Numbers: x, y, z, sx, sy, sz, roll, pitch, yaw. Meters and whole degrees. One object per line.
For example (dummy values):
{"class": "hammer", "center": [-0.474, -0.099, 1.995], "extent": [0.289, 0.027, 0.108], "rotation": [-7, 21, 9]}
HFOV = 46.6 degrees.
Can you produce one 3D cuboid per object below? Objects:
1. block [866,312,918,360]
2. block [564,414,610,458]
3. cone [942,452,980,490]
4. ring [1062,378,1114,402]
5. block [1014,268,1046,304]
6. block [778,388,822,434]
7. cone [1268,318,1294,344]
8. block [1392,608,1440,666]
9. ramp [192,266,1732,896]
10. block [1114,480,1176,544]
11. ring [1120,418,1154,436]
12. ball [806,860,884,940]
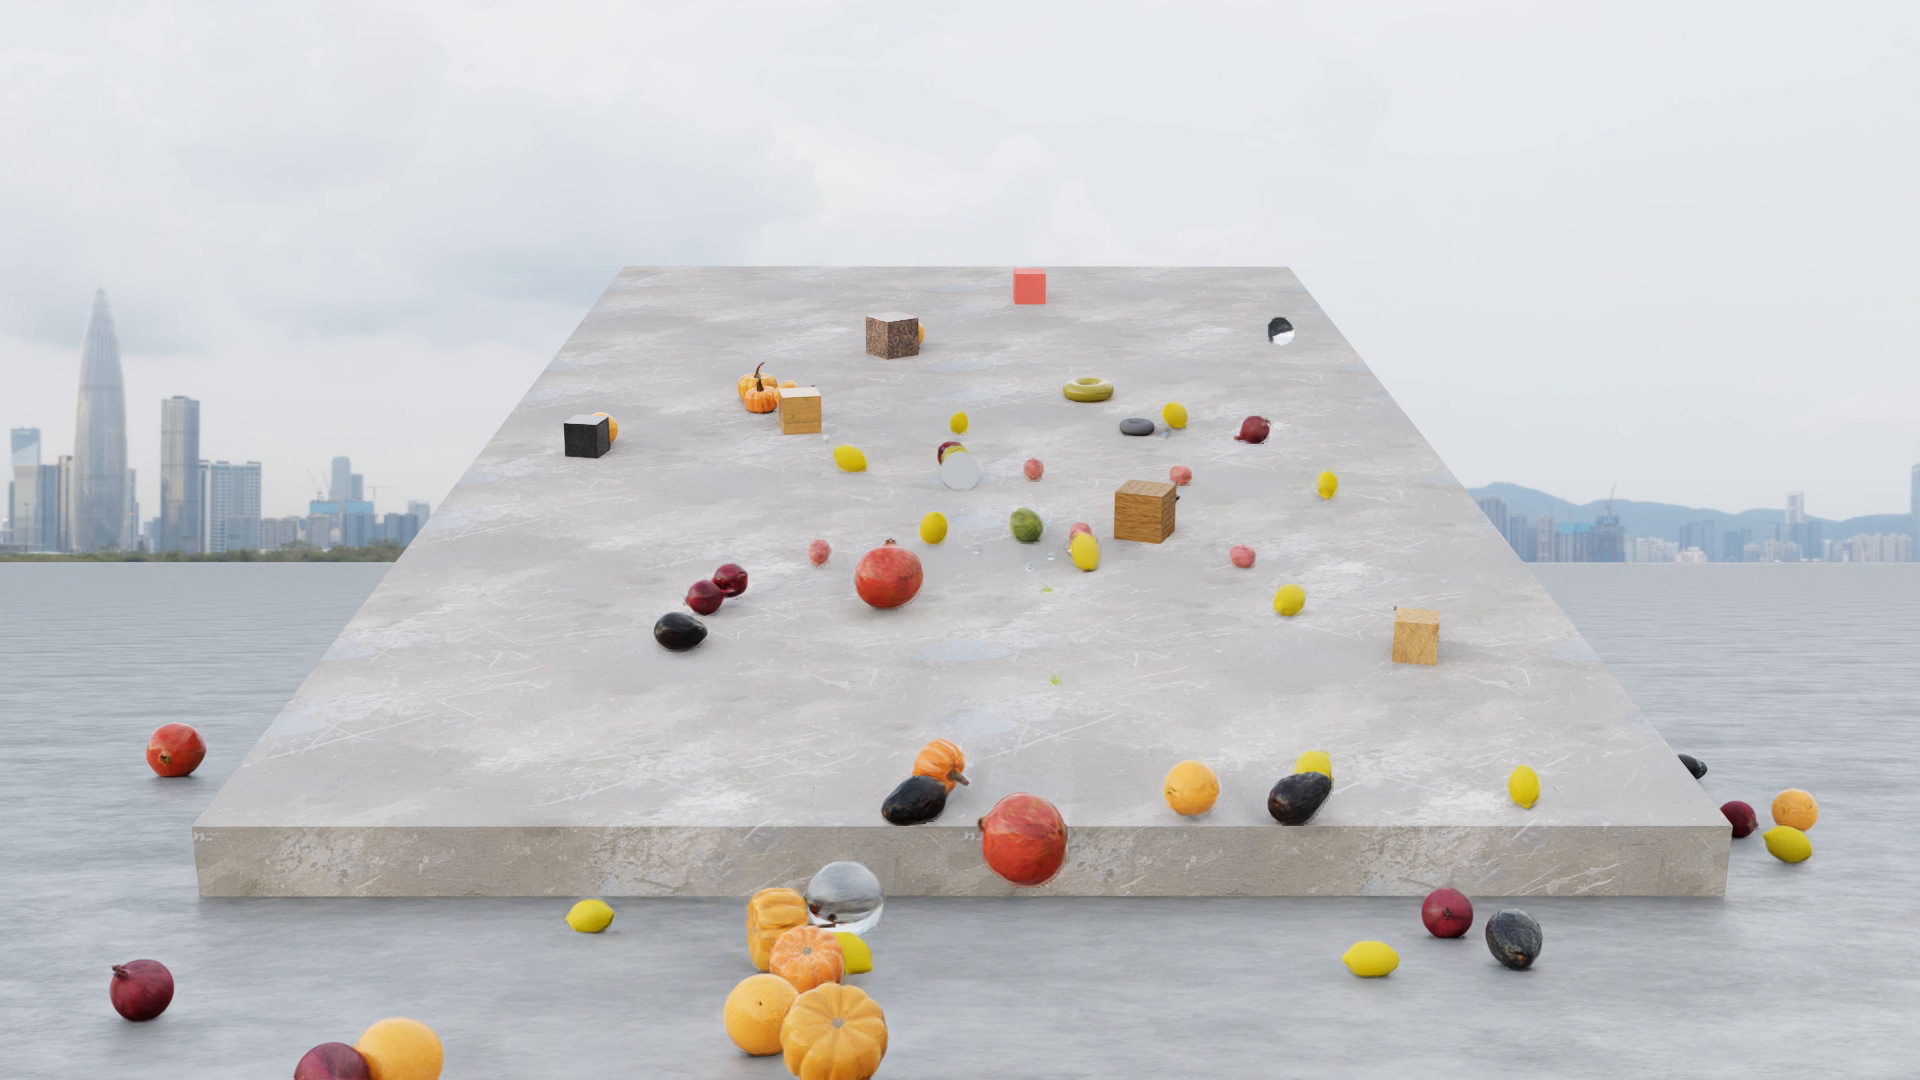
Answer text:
{"class": "block", "center": [-0.169, -0.509, 5.544], "extent": [0.094, 0.094, 0.094], "rotation": [-13, 21, -35]}
{"class": "block", "center": [-0.777, -0.216, 4.642], "extent": [0.072, 0.072, 0.072], "rotation": [4, 18, 11]}
{"class": "cone", "center": [-0.006, -0.129, 4.430], "extent": [0.078, 0.078, 0.078], "rotation": [0, -9, -10]}
{"class": "ring", "center": [0.294, -0.345, 5.115], "extent": [0.117, 0.039, 0.117], "rotation": [-1, 18, 0]}
{"class": "block", "center": [0.193, -0.705, 6.185], "extent": [0.085, 0.085, 0.085], "rotation": [-1, 17, -2]}
{"class": "block", "center": [-0.348, -0.280, 4.832], "extent": [0.082, 0.082, 0.082], "rotation": [-4, 18, -11]}
{"class": "cone", "center": [0.807, -0.525, 5.702], "extent": [0.072, 0.072, 0.072], "rotation": [0, -10, -14]}
{"class": "block", "center": [0.714, 0.151, 3.486], "extent": [0.067, 0.067, 0.067], "rotation": [4, 18, 12]}
{"class": "ramp", "center": [-0.003, -0.179, 4.814], "extent": [2.000, 0.100, 4.000], "rotation": [0, 17, 0]}
{"class": "block", "center": [0.340, -0.052, 4.096], "extent": [0.090, 0.090, 0.090], "rotation": [7, 19, 21]}
{"class": "ring", "center": [0.383, -0.245, 4.818], "extent": [0.077, 0.026, 0.077], "rotation": [1, 16, 0]}
{"class": "ball", "center": [-0.126, 0.393, 2.434], "extent": [0.086, 0.086, 0.086], "rotation": [0, 0, 0]}
